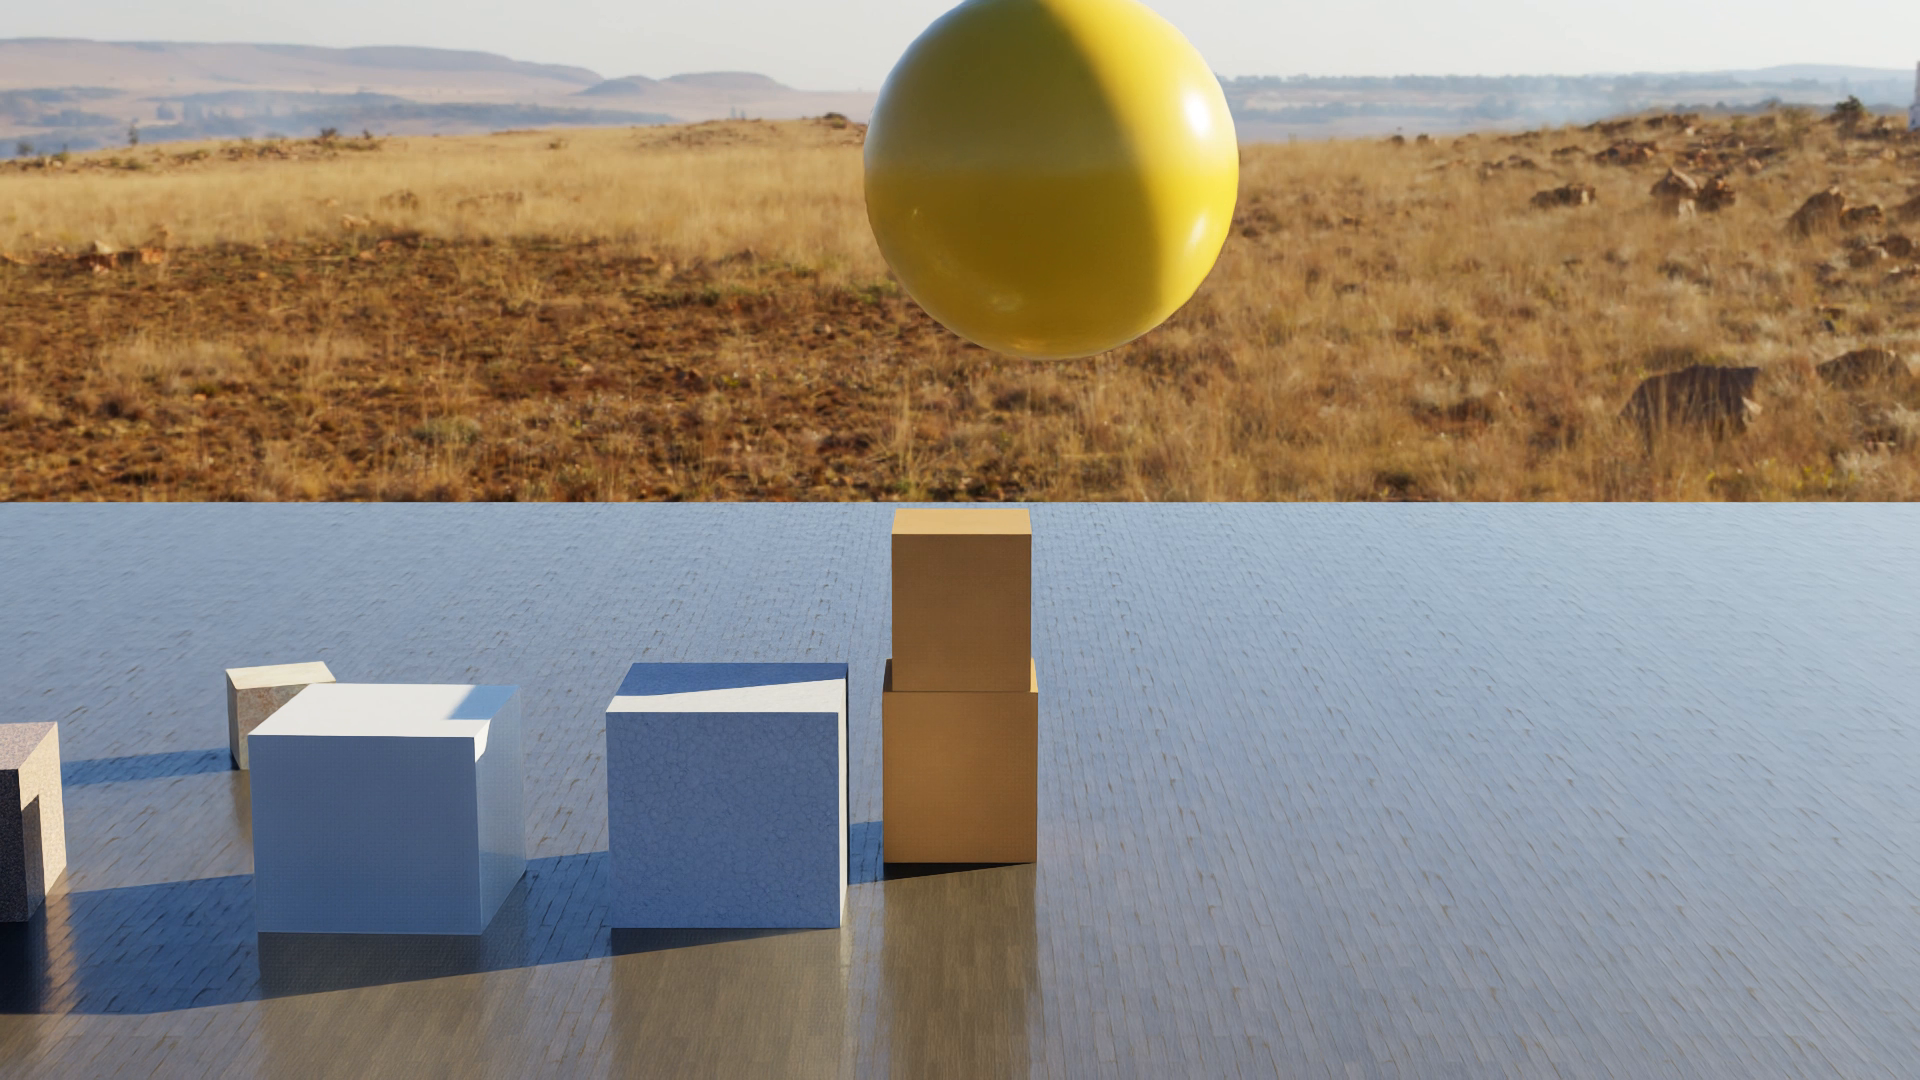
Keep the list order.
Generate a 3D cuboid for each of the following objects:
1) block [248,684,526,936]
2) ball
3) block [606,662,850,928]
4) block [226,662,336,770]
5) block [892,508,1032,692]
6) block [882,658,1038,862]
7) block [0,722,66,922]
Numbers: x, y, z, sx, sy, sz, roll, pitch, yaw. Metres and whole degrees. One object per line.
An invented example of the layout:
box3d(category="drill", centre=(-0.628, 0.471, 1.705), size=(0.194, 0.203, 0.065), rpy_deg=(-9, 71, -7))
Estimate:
box3d(category="block", centre=(-2.425, 1.133, 10.978), size=(0.935, 0.843, 0.896), rpy_deg=(0, 10, 2))
box3d(category="ball", centre=(0.383, -1.565, 10.896), size=(1.600, 1.600, 1.600), rpy_deg=(0, 10, 0))
box3d(category="block", centre=(-0.974, 1.080, 11.041), size=(0.955, 0.924, 0.893), rpy_deg=(0, 10, 0))
box3d(category="block", centre=(-3.534, 0.910, 13.381), size=(0.499, 0.422, 0.478), rpy_deg=(-4, 11, -22))
box3d(category="block", centre=(0.009, 0.265, 11.697), size=(0.617, 0.714, 0.666), rpy_deg=(0, 10, 0))
box3d(category="block", centre=(0.001, 1.006, 11.824), size=(0.694, 0.790, 0.669), rpy_deg=(0, 10, 0))
box3d(category="block", centre=(-4.338, 1.214, 11.043), size=(0.755, 0.660, 0.794), rpy_deg=(-1, 10, -8))
